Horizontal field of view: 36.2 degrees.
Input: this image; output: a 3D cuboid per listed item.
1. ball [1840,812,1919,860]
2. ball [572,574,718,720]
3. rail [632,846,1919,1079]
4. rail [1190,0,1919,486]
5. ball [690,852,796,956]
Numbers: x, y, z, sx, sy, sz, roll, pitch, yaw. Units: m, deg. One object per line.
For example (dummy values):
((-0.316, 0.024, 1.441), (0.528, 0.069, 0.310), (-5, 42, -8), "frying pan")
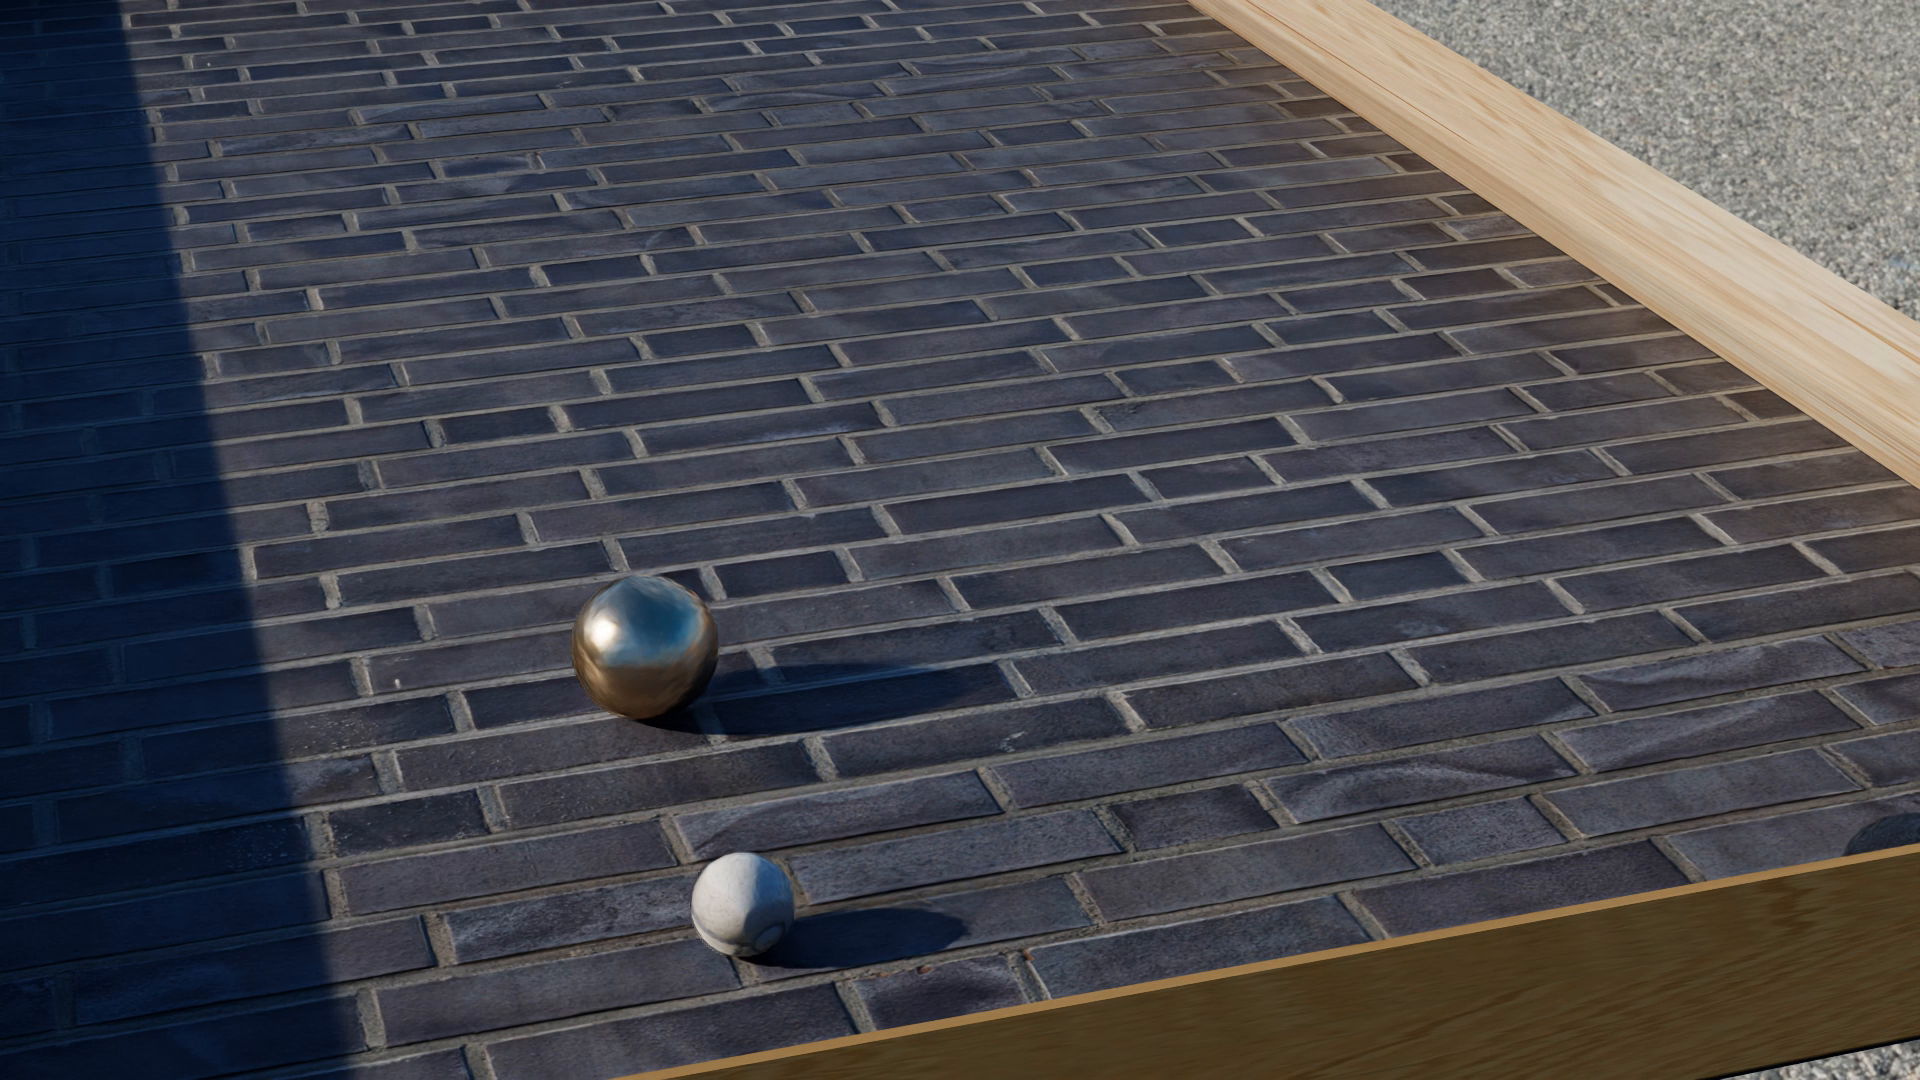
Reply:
((0.527, 0.191, 1.632), (0.080, 0.080, 0.080), (0, 25, 0), "ball")
((-0.201, 0.068, 1.880), (0.093, 0.093, 0.093), (0, 25, 0), "ball")
((0.200, 0.242, 1.474), (1.480, 0.121, 0.045), (-8, 26, -16), "rail")
((0.476, -0.395, 2.835), (0.045, 0.121, 2.746), (-8, 26, -16), "rail")
((-0.121, 0.202, 1.635), (0.058, 0.058, 0.058), (0, 25, 0), "ball")
